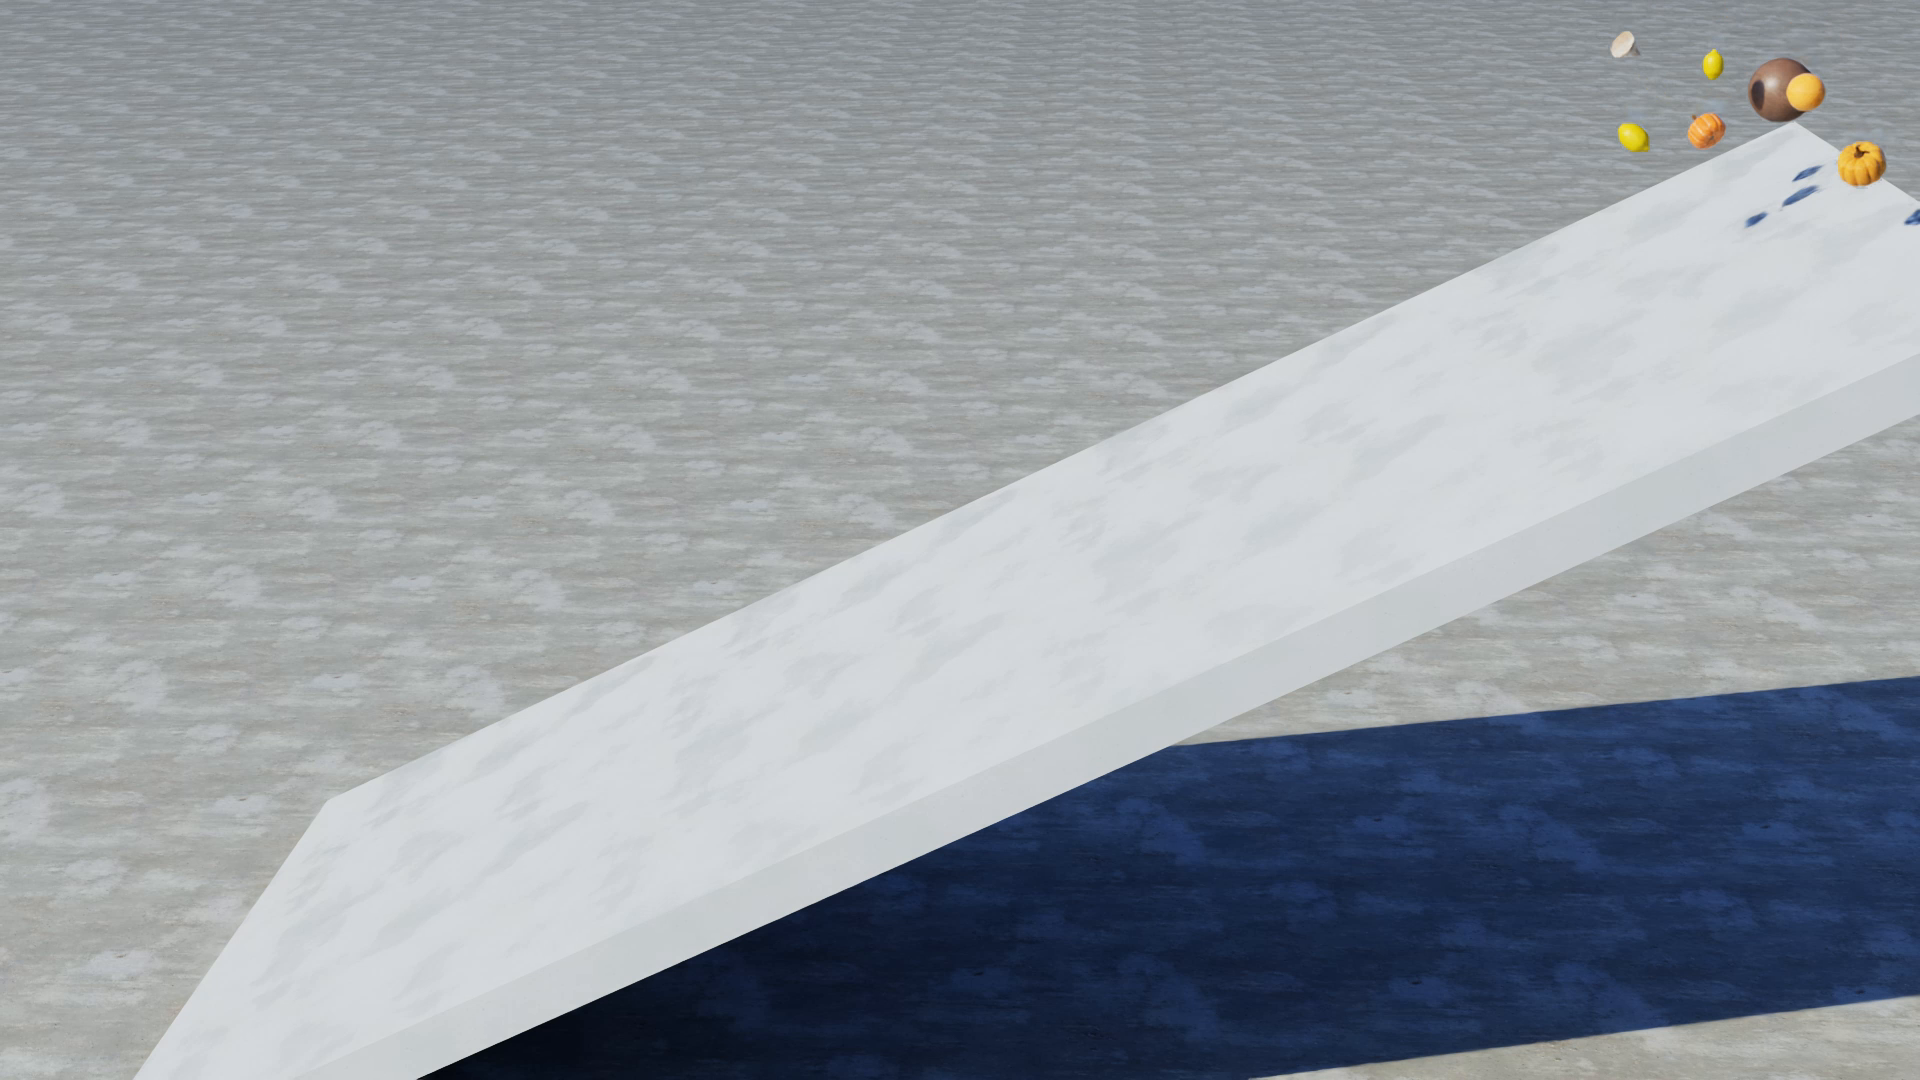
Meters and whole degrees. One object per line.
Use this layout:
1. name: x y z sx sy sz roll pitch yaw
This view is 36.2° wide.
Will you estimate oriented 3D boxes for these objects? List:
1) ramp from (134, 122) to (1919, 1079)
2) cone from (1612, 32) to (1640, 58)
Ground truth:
1. ramp: 0.138 0.168 6.281 4.000 0.100 2.000 -25 14 10
2. cone: 1.376 -1.003 6.025 0.058 0.058 0.058 23 2 -32
